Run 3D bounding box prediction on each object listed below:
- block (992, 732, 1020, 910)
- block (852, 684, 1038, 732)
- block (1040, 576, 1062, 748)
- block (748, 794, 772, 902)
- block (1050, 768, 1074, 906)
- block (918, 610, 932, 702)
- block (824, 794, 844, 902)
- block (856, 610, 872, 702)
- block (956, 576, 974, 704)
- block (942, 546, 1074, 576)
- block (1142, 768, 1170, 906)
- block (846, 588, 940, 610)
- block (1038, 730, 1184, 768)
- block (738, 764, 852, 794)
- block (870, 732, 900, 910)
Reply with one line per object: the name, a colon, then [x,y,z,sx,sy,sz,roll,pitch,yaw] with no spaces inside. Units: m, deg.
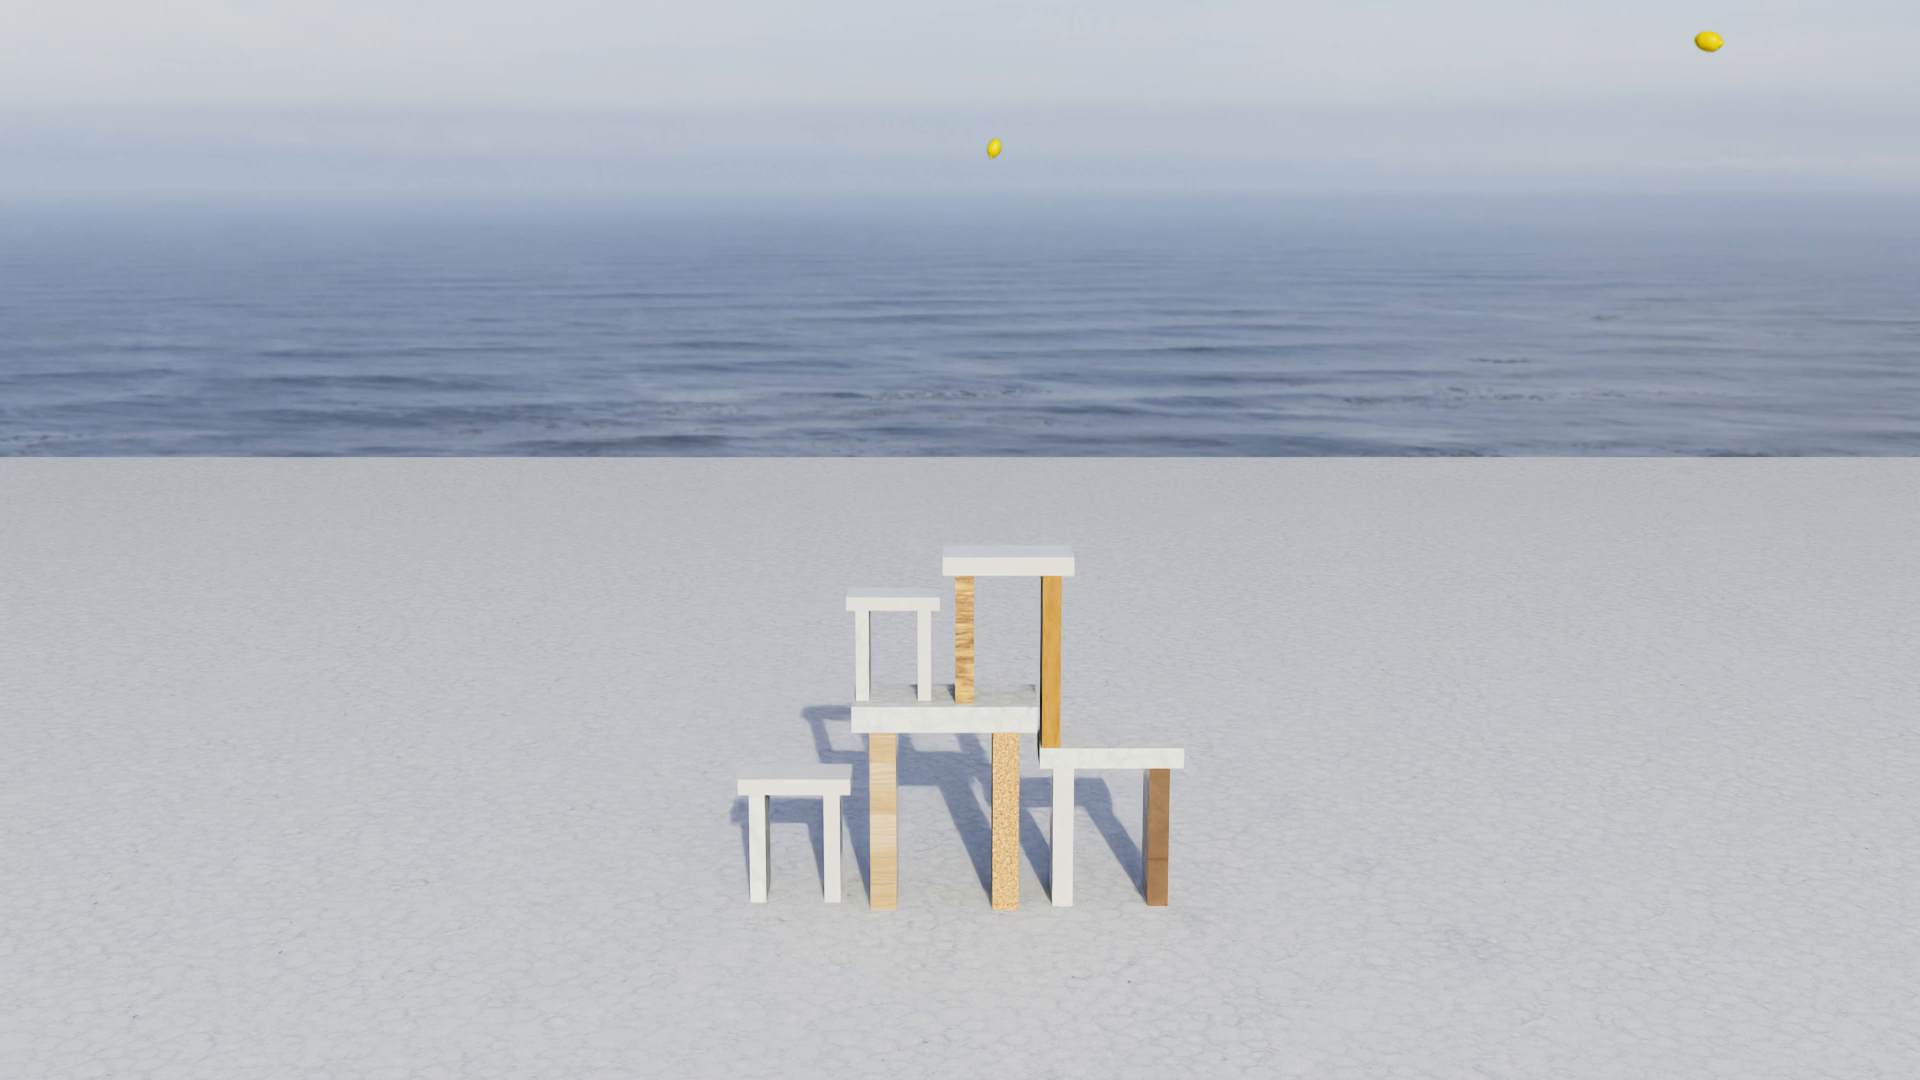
block: [0.074,0.444,3.639,0.042,0.299,0.149,0,11,0]
block: [-0.025,0.276,3.608,0.299,0.042,0.149,0,11,0]
block: [0.148,0.188,3.593,0.030,0.285,0.105,0,11,0]
block: [-0.333,0.499,3.657,0.026,0.184,0.092,0,11,0]
block: [0.168,0.475,3.646,0.033,0.234,0.117,0,11,0]
block: [-0.058,0.181,3.593,0.021,0.150,0.075,0,11,0]
block: [-0.210,0.499,3.657,0.026,0.184,0.092,0,11,0]
block: [-0.158,0.181,3.593,0.021,0.150,0.075,0,11,0]
block: [0.007,0.151,3.586,0.030,0.211,0.105,0,11,0]
block: [0.078,0.033,3.564,0.211,0.030,0.105,0,11,0]
block: [0.324,0.475,3.646,0.033,0.234,0.117,0,11,0]
block: [-0.108,0.096,3.577,0.150,0.021,0.075,0,11,0]
block: [0.246,0.344,3.622,0.234,0.033,0.117,0,11,0]
block: [-0.271,0.396,3.638,0.184,0.026,0.092,0,11,0]
block: [-0.125,0.444,3.639,0.042,0.299,0.149,0,11,0]
